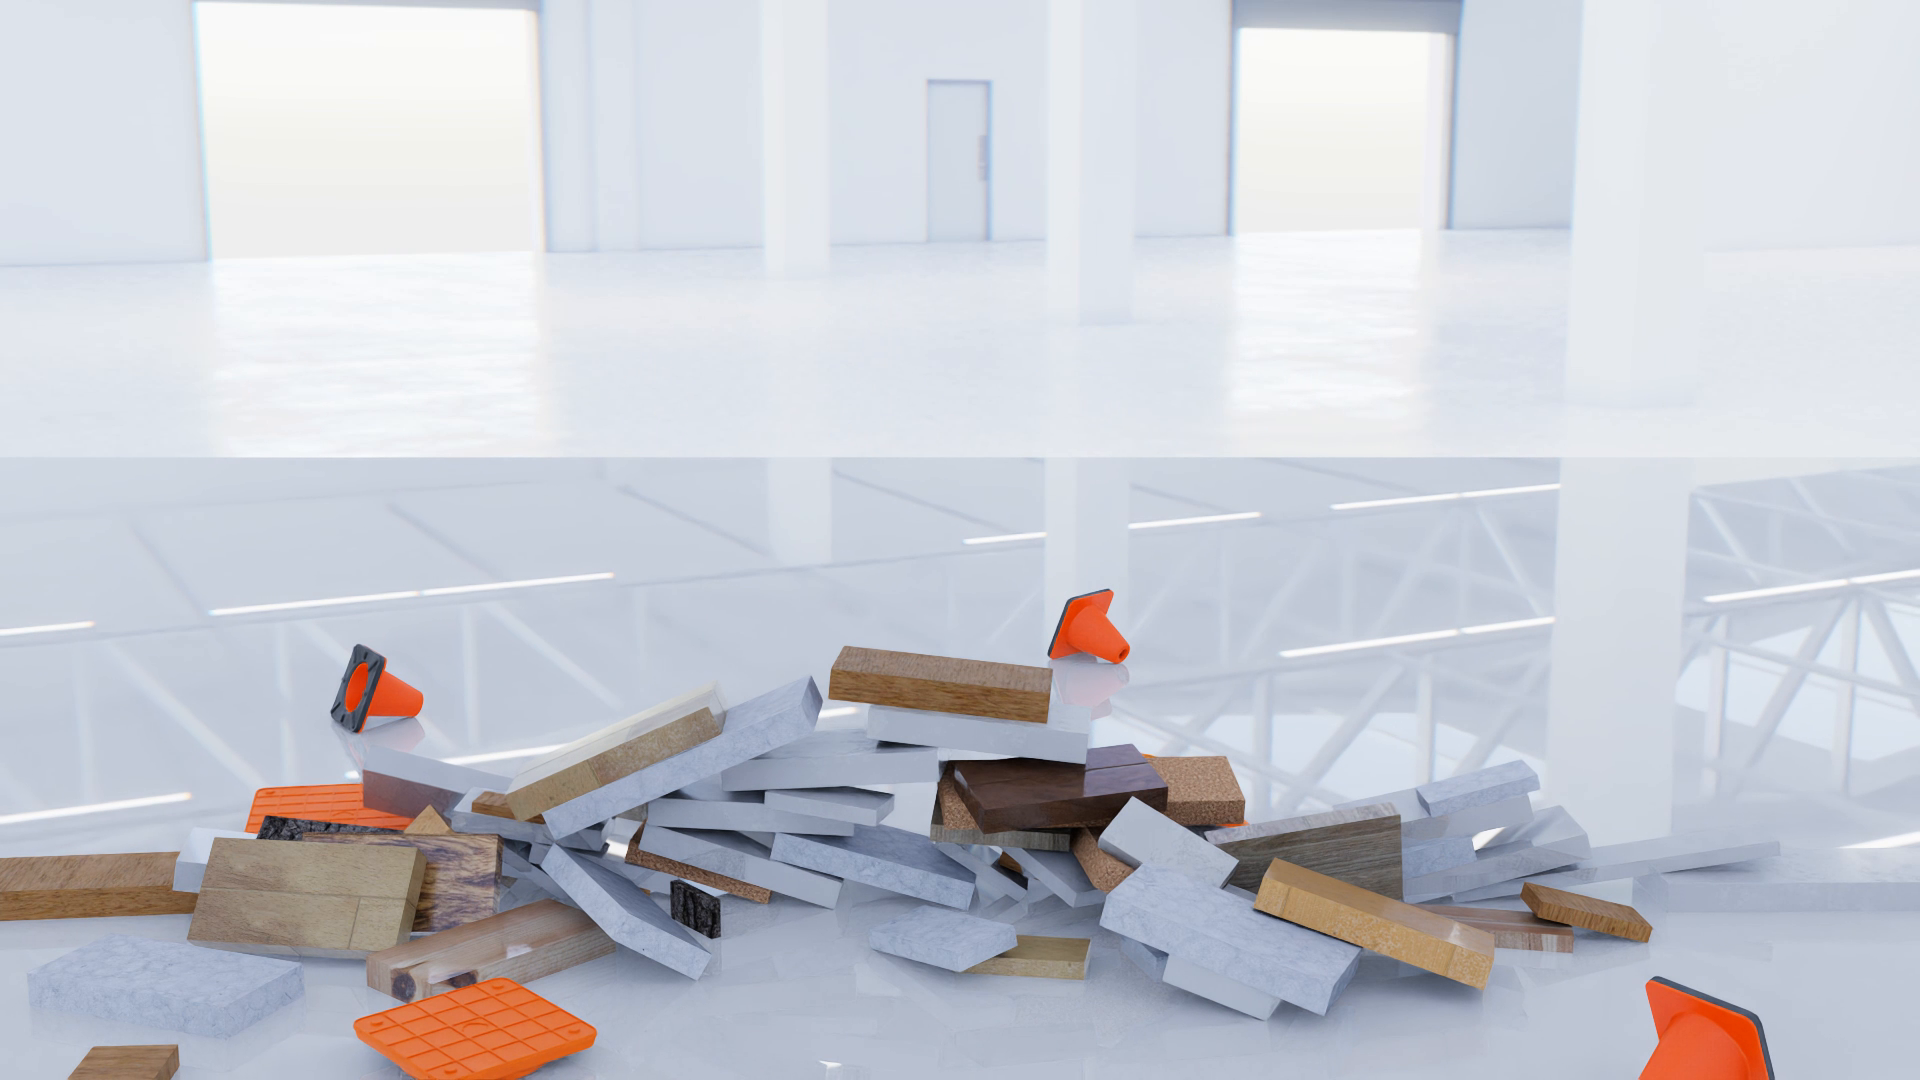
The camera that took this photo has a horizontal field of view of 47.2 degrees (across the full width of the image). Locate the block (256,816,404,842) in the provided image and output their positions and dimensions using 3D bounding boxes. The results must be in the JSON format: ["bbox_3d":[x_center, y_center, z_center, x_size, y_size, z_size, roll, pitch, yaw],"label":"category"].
[{"bbox_3d":[-0.993,0.514,3.614,0.310,0.044,0.155,8,9,-12],"label":"block"}]

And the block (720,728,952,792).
[{"bbox_3d":[-0.201,0.358,3.628,0.355,0.050,0.178,-3,9,7],"label":"block"}]

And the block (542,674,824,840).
[{"bbox_3d":[-0.448,0.352,3.581,0.456,0.050,0.178,-23,10,6],"label":"block"}]

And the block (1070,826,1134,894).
[{"bbox_3d":[0.255,0.510,3.640,0.161,0.046,0.510,28,5,-11],"label":"block"}]

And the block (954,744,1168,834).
[{"bbox_3d":[0.161,0.398,3.538,0.309,0.044,0.154,-5,23,-17],"label":"block"}]

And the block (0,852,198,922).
[{"bbox_3d":[-1.657,0.576,3.610,0.885,0.050,0.175,-1,11,-7],"label":"block"}]

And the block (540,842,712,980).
[{"bbox_3d":[-0.524,0.574,3.419,0.155,0.044,0.370,33,-6,-28],"label":"block"}]

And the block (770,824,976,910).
[{"bbox_3d":[-0.138,0.524,3.667,0.335,0.047,0.167,15,12,1],"label":"block"}]

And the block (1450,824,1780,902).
[{"bbox_3d":[1.081,0.538,3.664,0.539,0.026,0.092,-8,11,1],"label":"block"}]

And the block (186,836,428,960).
[{"bbox_3d":[-1.011,0.556,3.411,0.336,0.168,0.048,2,-28,9],"label":"block"}]

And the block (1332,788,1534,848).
[{"bbox_3d":[0.785,0.455,3.668,0.311,0.044,0.156,-14,10,8],"label":"block"}]

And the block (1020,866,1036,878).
[{"bbox_3d":[0.183,0.541,3.638,0.171,0.024,0.086,14,18,-13],"label":"block"}]

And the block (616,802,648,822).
[{"bbox_3d":[-0.521,0.464,4.210,0.179,0.051,0.357,6,12,28],"label":"block"}]

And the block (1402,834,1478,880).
[{"bbox_3d":[0.687,0.529,3.665,0.311,0.044,0.156,-15,10,2],"label":"block"}]

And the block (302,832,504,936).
[{"bbox_3d":[-0.887,0.545,3.481,0.310,0.155,0.044,0,-17,1],"label":"block"}]

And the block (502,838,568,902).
[{"bbox_3d":[-0.710,0.536,3.656,0.158,0.022,0.079,35,8,-7],"label":"block"}]

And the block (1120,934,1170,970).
[{"bbox_3d":[0.309,0.628,3.409,0.071,0.020,0.142,-3,11,-17],"label":"block"}]

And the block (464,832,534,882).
[{"bbox_3d":[-0.755,0.529,3.670,0.079,0.022,0.158,43,10,36],"label":"block"}]

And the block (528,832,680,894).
[{"bbox_3d":[-0.588,0.528,3.675,0.247,0.035,0.123,14,11,-6],"label":"block"}]

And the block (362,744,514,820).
[{"bbox_3d":[-0.858,0.448,3.801,0.336,0.048,0.168,15,-32,-6],"label":"block"}]

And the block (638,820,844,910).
[{"bbox_3d":[-0.354,0.515,3.668,0.335,0.047,0.167,17,12,-1],"label":"block"}]

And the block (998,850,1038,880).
[{"bbox_3d":[0.155,0.549,3.677,0.171,0.024,0.086,21,14,9],"label":"block"}]

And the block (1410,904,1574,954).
[{"bbox_3d":[0.792,0.611,3.481,0.339,0.028,0.098,2,11,12],"label":"block"}]

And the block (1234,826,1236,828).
[{"bbox_3d":[0.484,0.501,3.643,0.154,0.022,0.077,-5,20,2],"label":"block"}]

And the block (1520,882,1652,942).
[{"bbox_3d":[0.990,0.589,3.481,0.184,0.026,0.092,14,10,-5],"label":"block"}]

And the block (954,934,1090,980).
[{"bbox_3d":[0.097,0.634,3.355,0.196,0.028,0.098,2,11,9],"label":"block"}]

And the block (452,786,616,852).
[{"bbox_3d":[-0.707,0.463,3.657,0.247,0.035,0.123,8,12,1],"label":"block"}]

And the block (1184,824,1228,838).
[{"bbox_3d":[0.378,0.489,3.630,0.162,0.020,0.071,8,24,24],"label":"block"}]

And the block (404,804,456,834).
[{"bbox_3d":[-0.872,0.482,3.617,0.062,0.017,0.123,-48,29,-10],"label":"block"}]

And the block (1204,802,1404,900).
[{"bbox_3d":[0.549,0.520,3.509,0.309,0.154,0.044,-8,21,-6],"label":"block"}]

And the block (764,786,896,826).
[{"bbox_3d":[-0.211,0.423,3.566,0.190,0.027,0.095,8,12,15],"label":"block"}]

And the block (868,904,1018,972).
[{"bbox_3d":[-0.028,0.607,3.362,0.113,0.032,0.226,-17,11,-36],"label":"block"}]

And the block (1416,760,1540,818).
[{"bbox_3d":[0.852,0.409,3.623,0.184,0.026,0.092,-15,10,1],"label":"block"}]

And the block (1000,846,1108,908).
[{"bbox_3d":[0.113,0.495,3.624,0.095,0.027,0.377,-3,24,-36],"label":"block"}]

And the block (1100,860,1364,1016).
[{"bbox_3d":[0.399,0.580,3.227,0.349,0.049,0.175,19,16,20],"label":"block"}]

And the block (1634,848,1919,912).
[{"bbox_3d":[1.607,0.565,3.669,0.914,0.049,0.175,0,11,-1],"label":"block"}]

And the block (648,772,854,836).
[{"bbox_3d":[-0.344,0.433,3.654,0.335,0.047,0.167,4,11,-4],"label":"block"}]

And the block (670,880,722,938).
[{"bbox_3d":[-0.422,0.588,3.509,0.017,0.062,0.123,-8,13,-38],"label":"block"}]

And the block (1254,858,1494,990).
[{"bbox_3d":[0.624,0.573,3.305,0.349,0.049,0.175,18,5,13],"label":"block"}]

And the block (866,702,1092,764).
[{"bbox_3d":[0.035,0.301,3.619,0.355,0.050,0.178,6,10,4],"label":"block"}]

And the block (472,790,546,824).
[{"bbox_3d":[-0.734,0.440,3.621,0.123,0.017,0.062,9,12,6],"label":"block"}]

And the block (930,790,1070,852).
[{"bbox_3d":[0.069,0.458,3.610,0.226,0.032,0.113,4,26,4],"label":"block"}]

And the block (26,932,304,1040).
[{"bbox_3d":[-1.159,0.649,3.214,0.350,0.050,0.175,4,11,21],"label":"block"}]

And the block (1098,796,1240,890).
[{"bbox_3d":[0.324,0.489,3.427,0.196,0.028,0.098,30,51,19],"label":"block"}]

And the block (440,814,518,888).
[{"bbox_3d":[-0.816,0.519,3.684,0.158,0.022,0.079,40,1,-29],"label":"block"}]

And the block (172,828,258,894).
[{"bbox_3d":[-1.096,0.543,3.621,0.350,0.050,0.175,8,9,-12],"label":"block"}]

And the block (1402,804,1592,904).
[{"bbox_3d":[0.876,0.524,3.667,0.311,0.044,0.156,-15,10,2],"label":"block"}]

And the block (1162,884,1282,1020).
[{"bbox_3d":[0.431,0.615,3.307,0.161,0.046,0.321,18,16,18],"label":"block"}]

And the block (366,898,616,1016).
[{"bbox_3d":[-0.708,0.628,3.336,0.168,0.048,0.336,9,14,41],"label":"block"}]

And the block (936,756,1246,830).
[{"bbox_3d":[0.212,0.414,3.620,0.489,0.044,0.154,0,22,-6],"label":"block"}]

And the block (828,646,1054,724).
[{"bbox_3d":[-0.028,0.238,3.647,0.357,0.051,0.179,6,10,3],"label":"block"}]

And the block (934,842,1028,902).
[{"bbox_3d":[0.036,0.532,3.663,0.171,0.024,0.085,34,11,-3],"label":"block"}]

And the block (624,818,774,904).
[{"bbox_3d":[-0.426,0.536,3.676,0.247,0.035,0.123,17,11,1],"label":"block"}]

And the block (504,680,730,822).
[{"bbox_3d":[-0.556,0.342,3.592,0.357,0.051,0.179,-24,10,3],"label":"block"}]

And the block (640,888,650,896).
[{"bbox_3d":[-0.571,0.569,3.642,0.106,0.015,0.053,8,21,-32],"label":"block"}]

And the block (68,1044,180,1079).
[{"bbox_3d":[-1.111,0.721,2.874,0.113,0.032,0.226,-1,11,-3],"label":"block"}]
